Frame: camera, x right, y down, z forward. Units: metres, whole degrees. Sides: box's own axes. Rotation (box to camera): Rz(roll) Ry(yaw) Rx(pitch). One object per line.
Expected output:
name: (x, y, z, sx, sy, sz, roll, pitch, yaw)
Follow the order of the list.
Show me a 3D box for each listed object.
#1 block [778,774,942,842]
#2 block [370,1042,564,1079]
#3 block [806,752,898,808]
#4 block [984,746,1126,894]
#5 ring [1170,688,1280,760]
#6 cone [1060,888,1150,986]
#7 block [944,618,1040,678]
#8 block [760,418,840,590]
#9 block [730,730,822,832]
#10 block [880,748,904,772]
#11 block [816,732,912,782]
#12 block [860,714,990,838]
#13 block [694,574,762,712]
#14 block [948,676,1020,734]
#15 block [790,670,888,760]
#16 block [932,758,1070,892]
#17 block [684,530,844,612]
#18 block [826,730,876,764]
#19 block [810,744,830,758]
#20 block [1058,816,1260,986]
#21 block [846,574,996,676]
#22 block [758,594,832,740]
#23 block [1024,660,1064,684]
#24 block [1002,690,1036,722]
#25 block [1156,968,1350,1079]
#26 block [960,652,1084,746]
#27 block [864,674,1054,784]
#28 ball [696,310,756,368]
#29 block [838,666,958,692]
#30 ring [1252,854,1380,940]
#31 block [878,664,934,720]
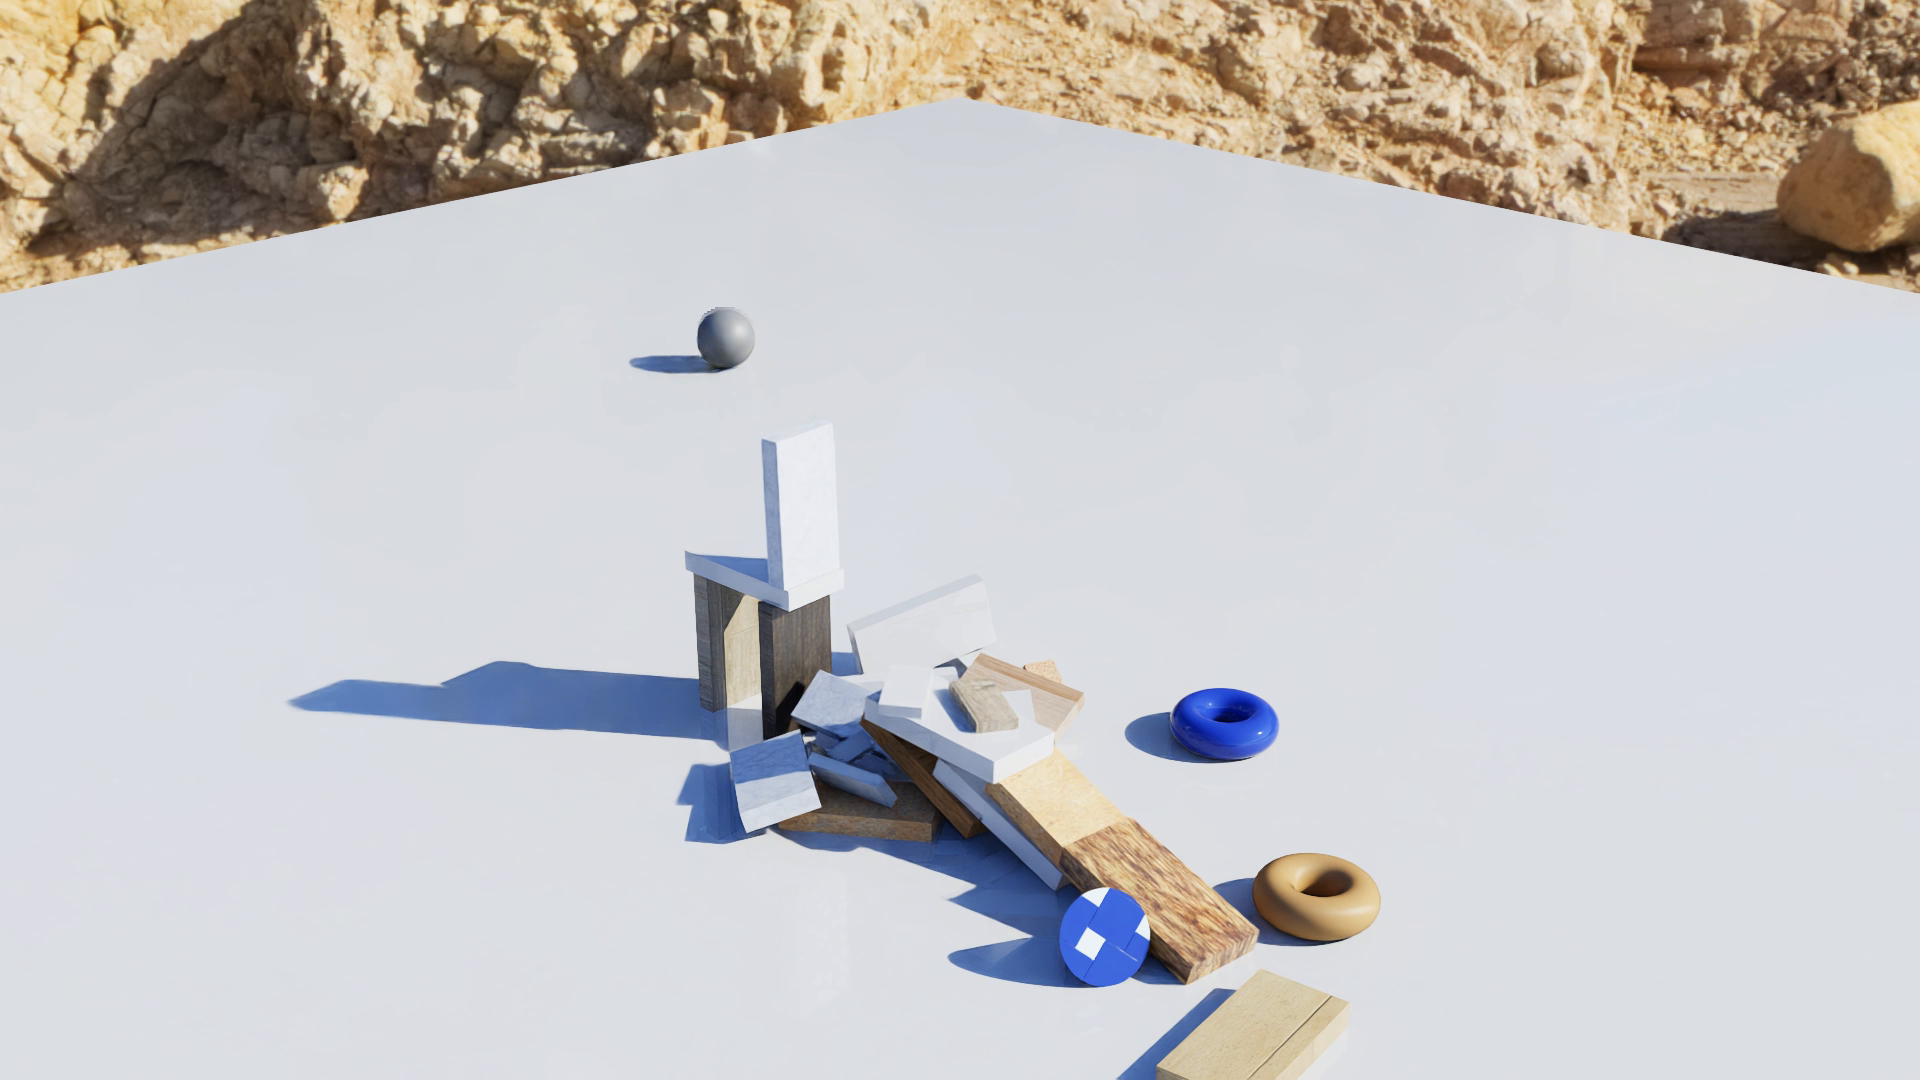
block: (-0.196, 0.538, 4.436, 0.311, 0.044, 0.155, 4, 23, 9)
block: (-0.801, 0.900, 3.583, 0.311, 0.044, 0.155, -5, 23, -11)
block: (-0.217, 0.481, 4.406, 0.175, 0.087, 0.025, 15, 63, 32)
block: (0.227, 0.553, 4.227, 0.174, 0.049, 0.348, -19, 51, -40)
ring: (0.570, 0.394, 4.733, 0.237, 0.079, 0.237, 0, 24, 0)
cone: (0.230, 0.712, 3.984, 0.173, 0.173, 0.173, -8, -2, -19)
block: (0.072, 0.279, 5.044, 0.162, 0.046, 0.395, -10, 25, -22)
block: (-0.330, -0.074, 4.572, 0.046, 0.325, 0.162, 18, 29, 39)
block: (-0.378, 0.486, 4.468, 0.155, 0.044, 0.310, -19, 19, -4)
block: (-0.040, 0.474, 4.470, 0.237, 0.034, 0.118, 38, 28, 25)
block: (-0.182, 0.449, 4.620, 0.118, 0.034, 0.237, -10, 26, -43)
block: (-0.025, 0.441, 4.429, 0.175, 0.050, 0.350, -17, 49, -40)
block: (-0.504, 0.204, 4.865, 0.046, 0.324, 0.162, 21, 31, 41)
block: (0.046, 0.327, 4.364, 0.087, 0.025, 0.177, -5, 25, -18)
block: (-0.226, 0.367, 4.624, 0.237, 0.034, 0.118, 20, 65, 28)
block: (0.130, 0.523, 4.305, 0.175, 0.050, 0.350, -22, 53, -42)
block: (-0.422, 0.062, 4.725, 0.324, 0.046, 0.162, 19, 30, 38)
block: (-0.225, 0.435, 4.549, 0.092, 0.013, 0.046, -32, 55, -2)
block: (-0.252, 0.472, 4.622, 0.071, 0.020, 0.172, -9, 25, -21)
block: (0.362, 0.657, 4.036, 0.174, 0.049, 0.348, -18, 44, -37)
block: (-0.085, 0.210, 4.976, 0.325, 0.162, 0.046, -21, 29, -17)
block: (-0.352, 0.264, 4.725, 0.162, 0.324, 0.046, -21, 31, -40)
block: (0.197, 0.332, 4.865, 0.071, 0.020, 0.142, -9, 54, -22)
block: (0.027, 0.387, 4.697, 0.263, 0.037, 0.131, -6, 34, -1)
block: (0.495, 0.850, 3.695, 0.174, 0.049, 0.348, 16, 28, 33)
block: (0.125, 0.345, 4.803, 0.263, 0.037, 0.131, 20, 50, 25)
block: (-0.004, 0.367, 4.359, 0.350, 0.050, 0.175, 23, 31, 38)
ball: (-0.749, -0.644, 7.037, 0.189, 0.189, 0.189, 0, 23, 0)
block: (-0.137, 0.353, 4.761, 0.263, 0.131, 0.037, -4, 23, -10)
ring: (0.664, 0.663, 4.098, 0.238, 0.079, 0.238, 1, 22, -1)
block: (-0.108, 0.302, 4.401, 0.087, 0.025, 0.175, 5, 24, 5)
